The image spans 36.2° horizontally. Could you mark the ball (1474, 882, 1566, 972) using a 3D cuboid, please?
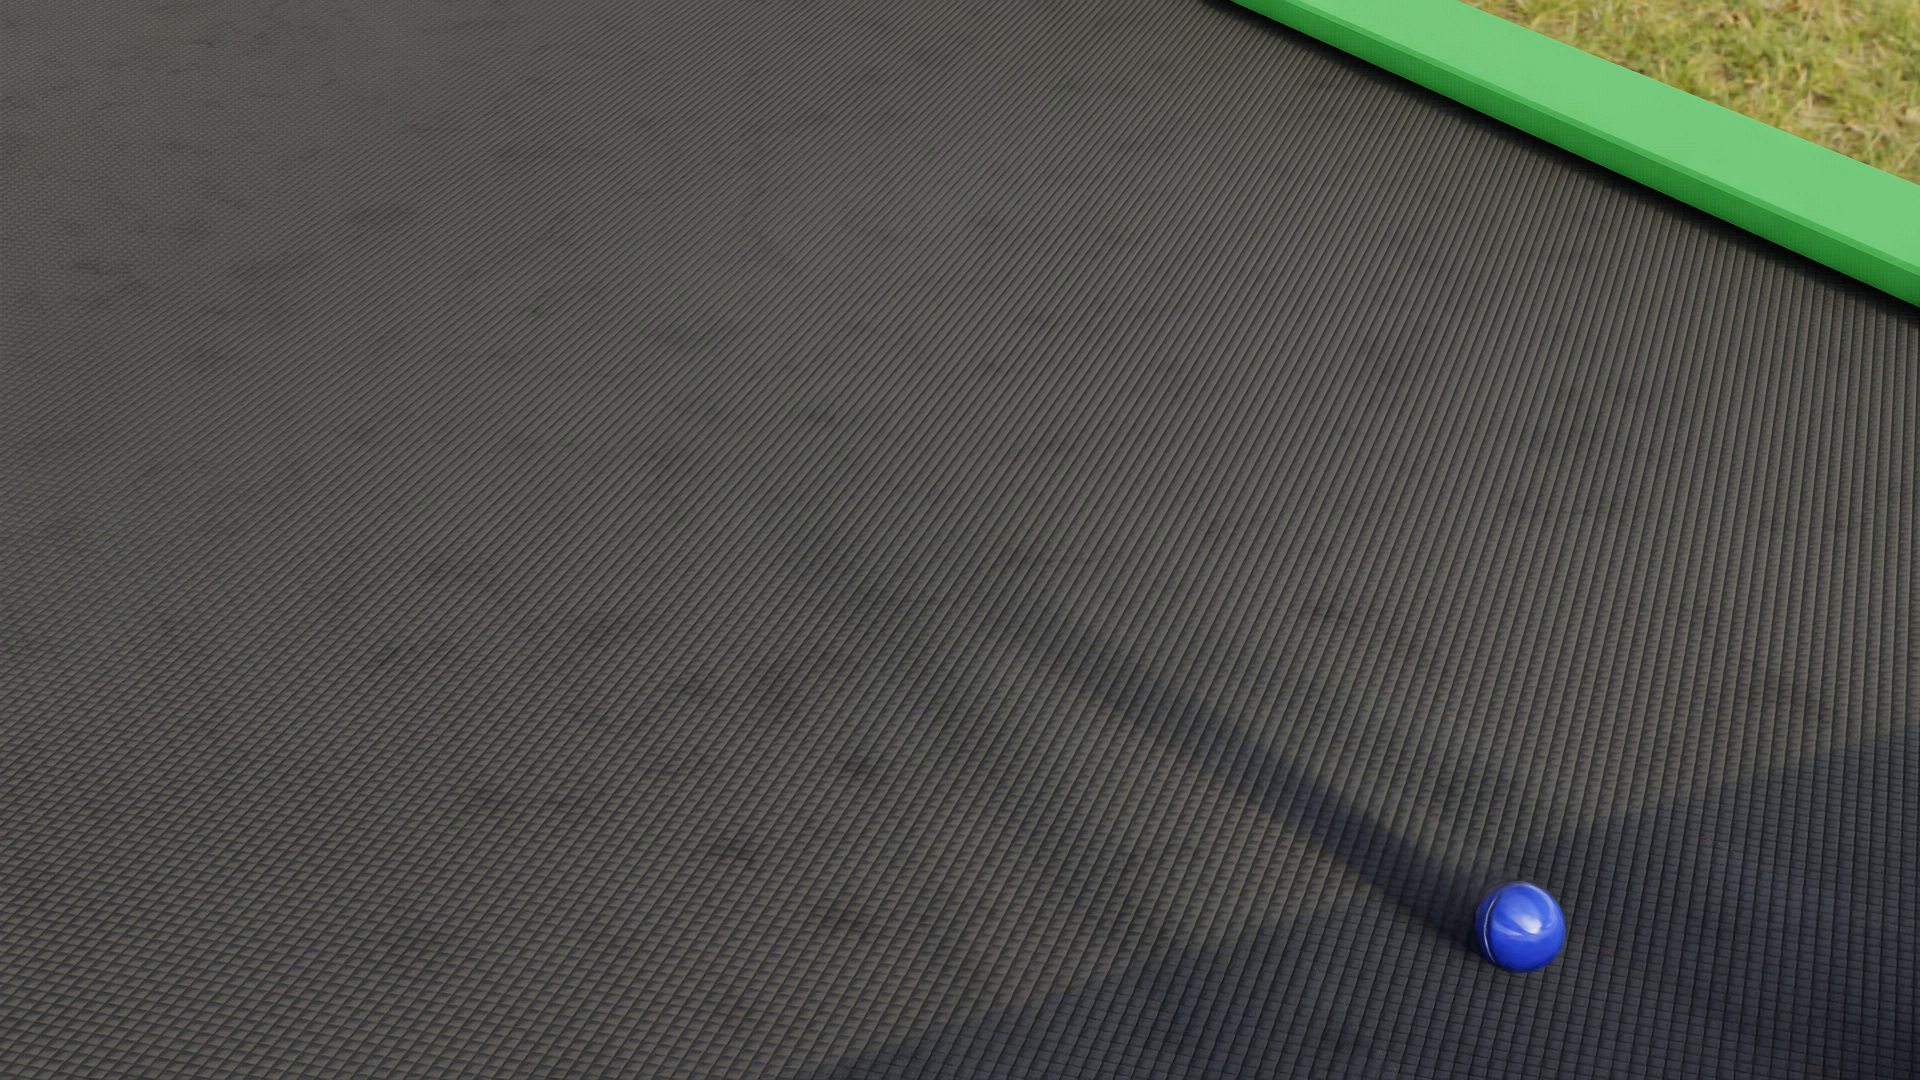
[{"bbox_3d":[0.308,0.212,1.617,0.049,0.049,0.049,0,26,0],"label":"ball"}]

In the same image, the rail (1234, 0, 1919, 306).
[{"bbox_3d":[0.421,-0.556,3.131,0.045,0.102,3.529,-13,29,-25],"label":"rail"}]
